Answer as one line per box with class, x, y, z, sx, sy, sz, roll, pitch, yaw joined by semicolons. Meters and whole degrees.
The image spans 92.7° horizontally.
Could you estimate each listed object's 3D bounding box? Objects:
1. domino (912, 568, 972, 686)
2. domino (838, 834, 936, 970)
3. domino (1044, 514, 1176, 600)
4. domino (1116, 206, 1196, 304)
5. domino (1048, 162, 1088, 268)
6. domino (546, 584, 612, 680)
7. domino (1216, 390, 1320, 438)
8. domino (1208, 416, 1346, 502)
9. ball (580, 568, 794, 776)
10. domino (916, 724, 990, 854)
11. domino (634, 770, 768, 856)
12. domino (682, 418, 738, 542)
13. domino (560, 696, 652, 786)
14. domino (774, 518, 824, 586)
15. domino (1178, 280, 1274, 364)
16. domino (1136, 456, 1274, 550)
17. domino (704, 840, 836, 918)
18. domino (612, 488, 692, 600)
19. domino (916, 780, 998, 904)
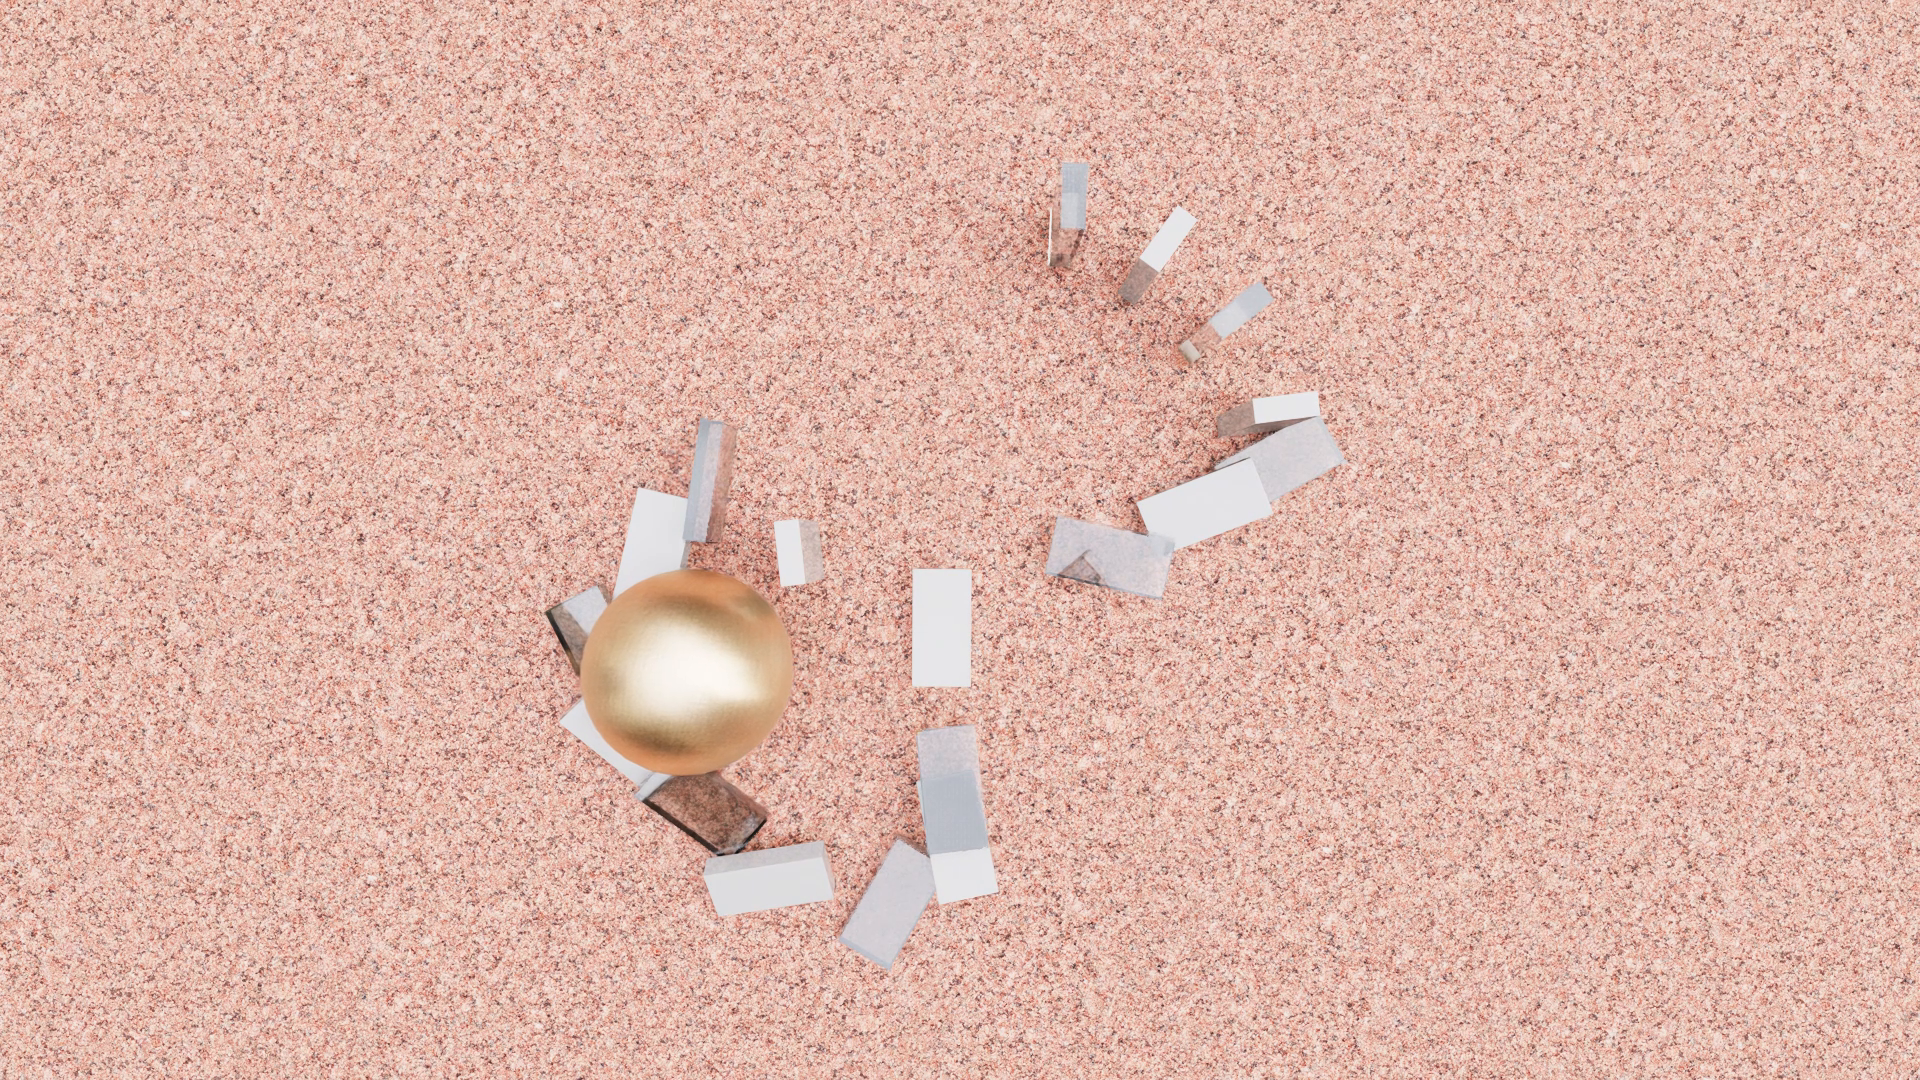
domino;-0.008;0.037;0.395;0.025;0.010;0.050;0;90;0
domino;-0.028;0.156;0.395;0.025;0.009;0.050;31;90;0
domino;0.064;0.007;0.390;0.050;0.009;0.025;13;99;9
domino;0.080;-0.115;0.375;0.009;0.050;0.025;36;90;0
domino;0.044;-0.132;0.375;0.009;0.050;0.025;2;90;0
domino;-0.155;0.047;0.395;0.025;0.010;0.050;-27;90;0
domino;0.125;-0.051;0.375;0.025;0.050;0.009;-7;90;0
domino;0.136;-0.032;0.395;0.050;0.010;0.025;-29;90;0
ball;-0.106;0.051;0.360;0.080;0.080;0.080;0;90;0
domino;-0.003;0.104;0.385;0.025;0.009;0.050;-7;73;2
domino;-0.109;0.112;0.390;0.050;0.009;0.025;41;91;-13
domino;-0.105;-0.024;0.388;0.010;0.025;0.050;8;90;0
domino;-0.140;0.083;0.388;0.025;0.009;0.050;-44;106;0
domino;-0.065;0.005;0.375;0.010;0.050;0.025;-6;90;0
domino;0.107;-0.088;0.375;0.025;0.050;0.010;-38;90;0
domino;0.103;-0.014;0.389;0.050;0.009;0.025;-22;92;14
domino;-0.080;0.144;0.390;0.050;0.009;0.025;-9;118;0
domino;-0.131;0.005;0.395;0.025;0.010;0.050;13;90;0
domino;-0.001;0.125;0.388;0.025;0.009;0.050;-12;73;0
